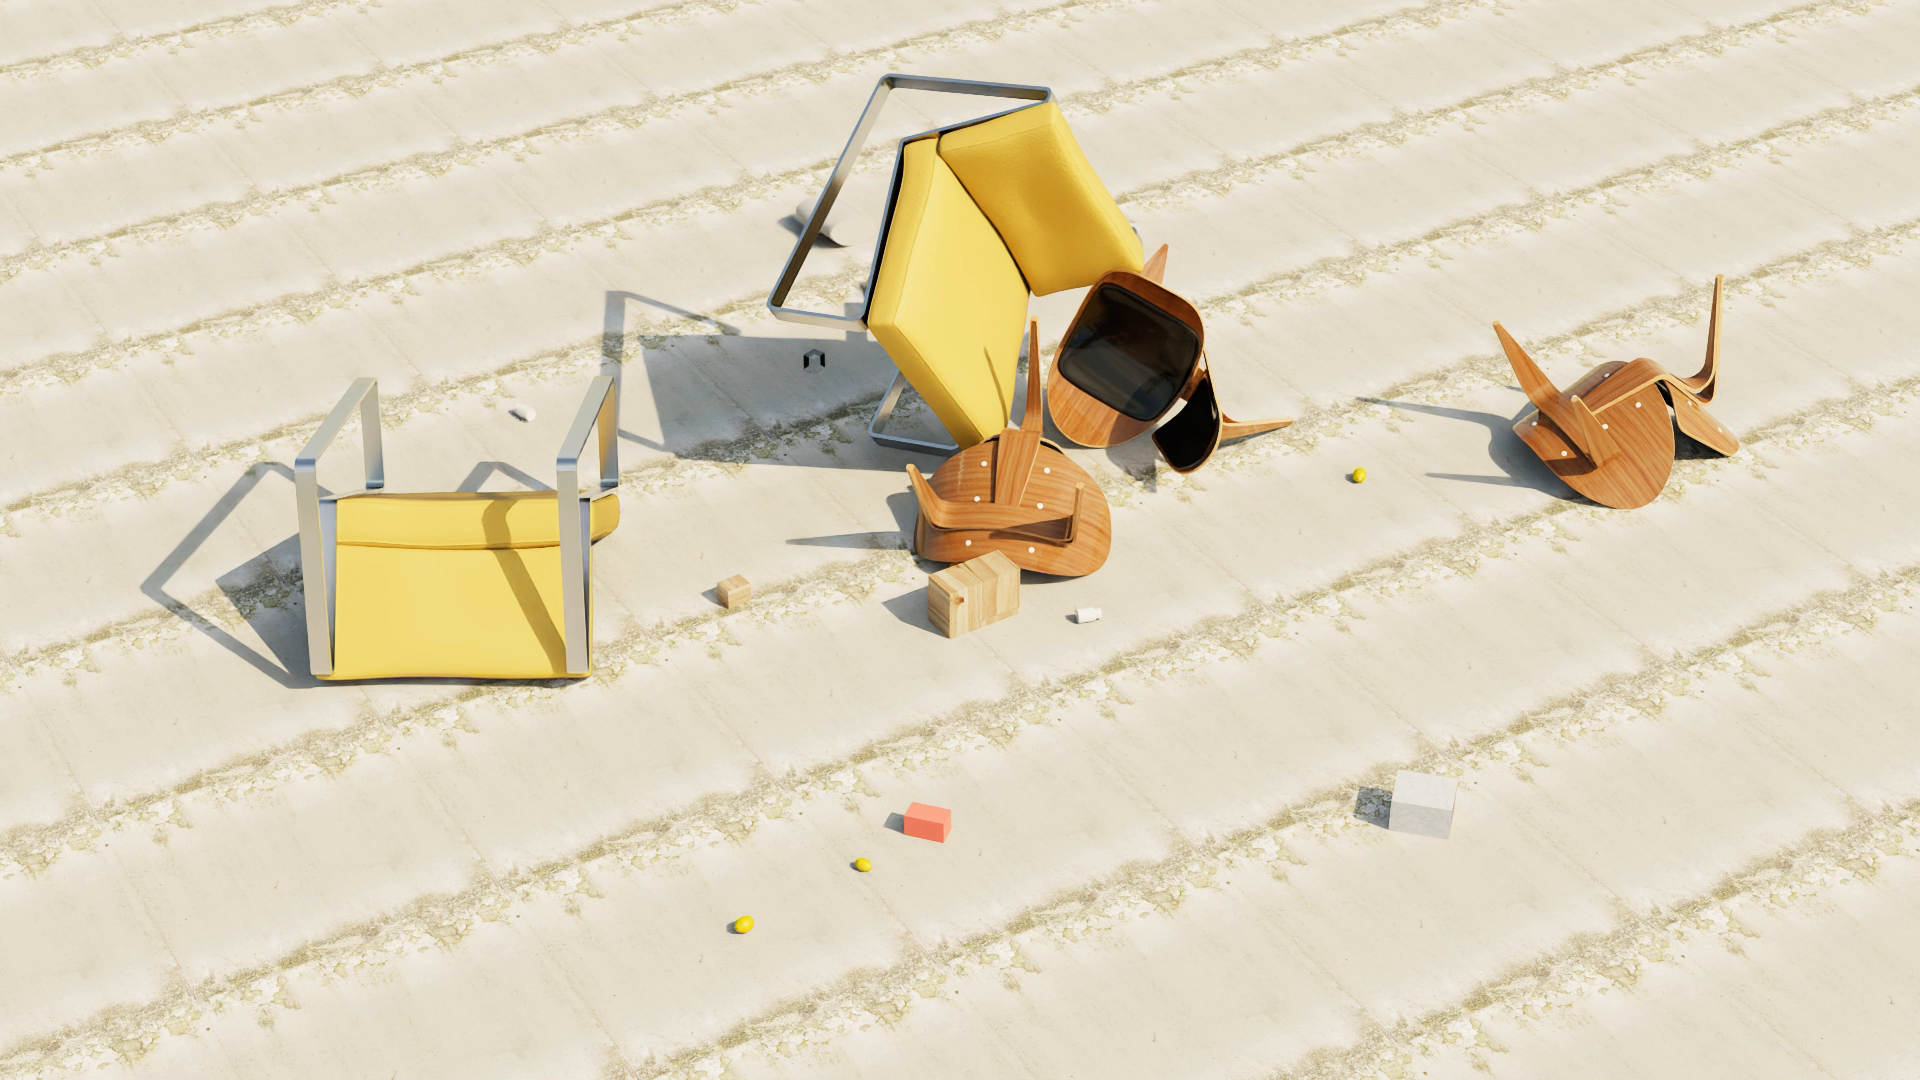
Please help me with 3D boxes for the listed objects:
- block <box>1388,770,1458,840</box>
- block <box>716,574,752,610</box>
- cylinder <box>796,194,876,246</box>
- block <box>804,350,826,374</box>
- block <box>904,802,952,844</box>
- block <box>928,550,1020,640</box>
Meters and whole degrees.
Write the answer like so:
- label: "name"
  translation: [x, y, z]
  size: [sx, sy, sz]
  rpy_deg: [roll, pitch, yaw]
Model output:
- label: "block"
  translation: [1.506, 0.860, 9.530]
  size: [0.195, 0.121, 0.170]
  rpy_deg: [8, 34, 12]
- label: "block"
  translation: [-0.816, 0.186, 10.593]
  size: [0.097, 0.076, 0.074]
  rpy_deg: [-22, 40, -30]
- label: "cylinder"
  translation: [-0.547, -1.417, 12.968]
  size: [0.250, 0.131, 0.279]
  rpy_deg: [-9, 32, -37]
- label: "block"
  translation: [-0.596, -0.732, 11.995]
  size: [0.058, 0.066, 0.068]
  rpy_deg: [24, 40, 31]
- label: "block"
  translation: [-0.104, 0.913, 9.486]
  size: [0.134, 0.079, 0.077]
  rpy_deg: [11, 35, 16]
- label: "block"
  translation: [0.051, 0.194, 10.472]
  size: [0.298, 0.195, 0.141]
  rpy_deg: [-20, 38, -27]
